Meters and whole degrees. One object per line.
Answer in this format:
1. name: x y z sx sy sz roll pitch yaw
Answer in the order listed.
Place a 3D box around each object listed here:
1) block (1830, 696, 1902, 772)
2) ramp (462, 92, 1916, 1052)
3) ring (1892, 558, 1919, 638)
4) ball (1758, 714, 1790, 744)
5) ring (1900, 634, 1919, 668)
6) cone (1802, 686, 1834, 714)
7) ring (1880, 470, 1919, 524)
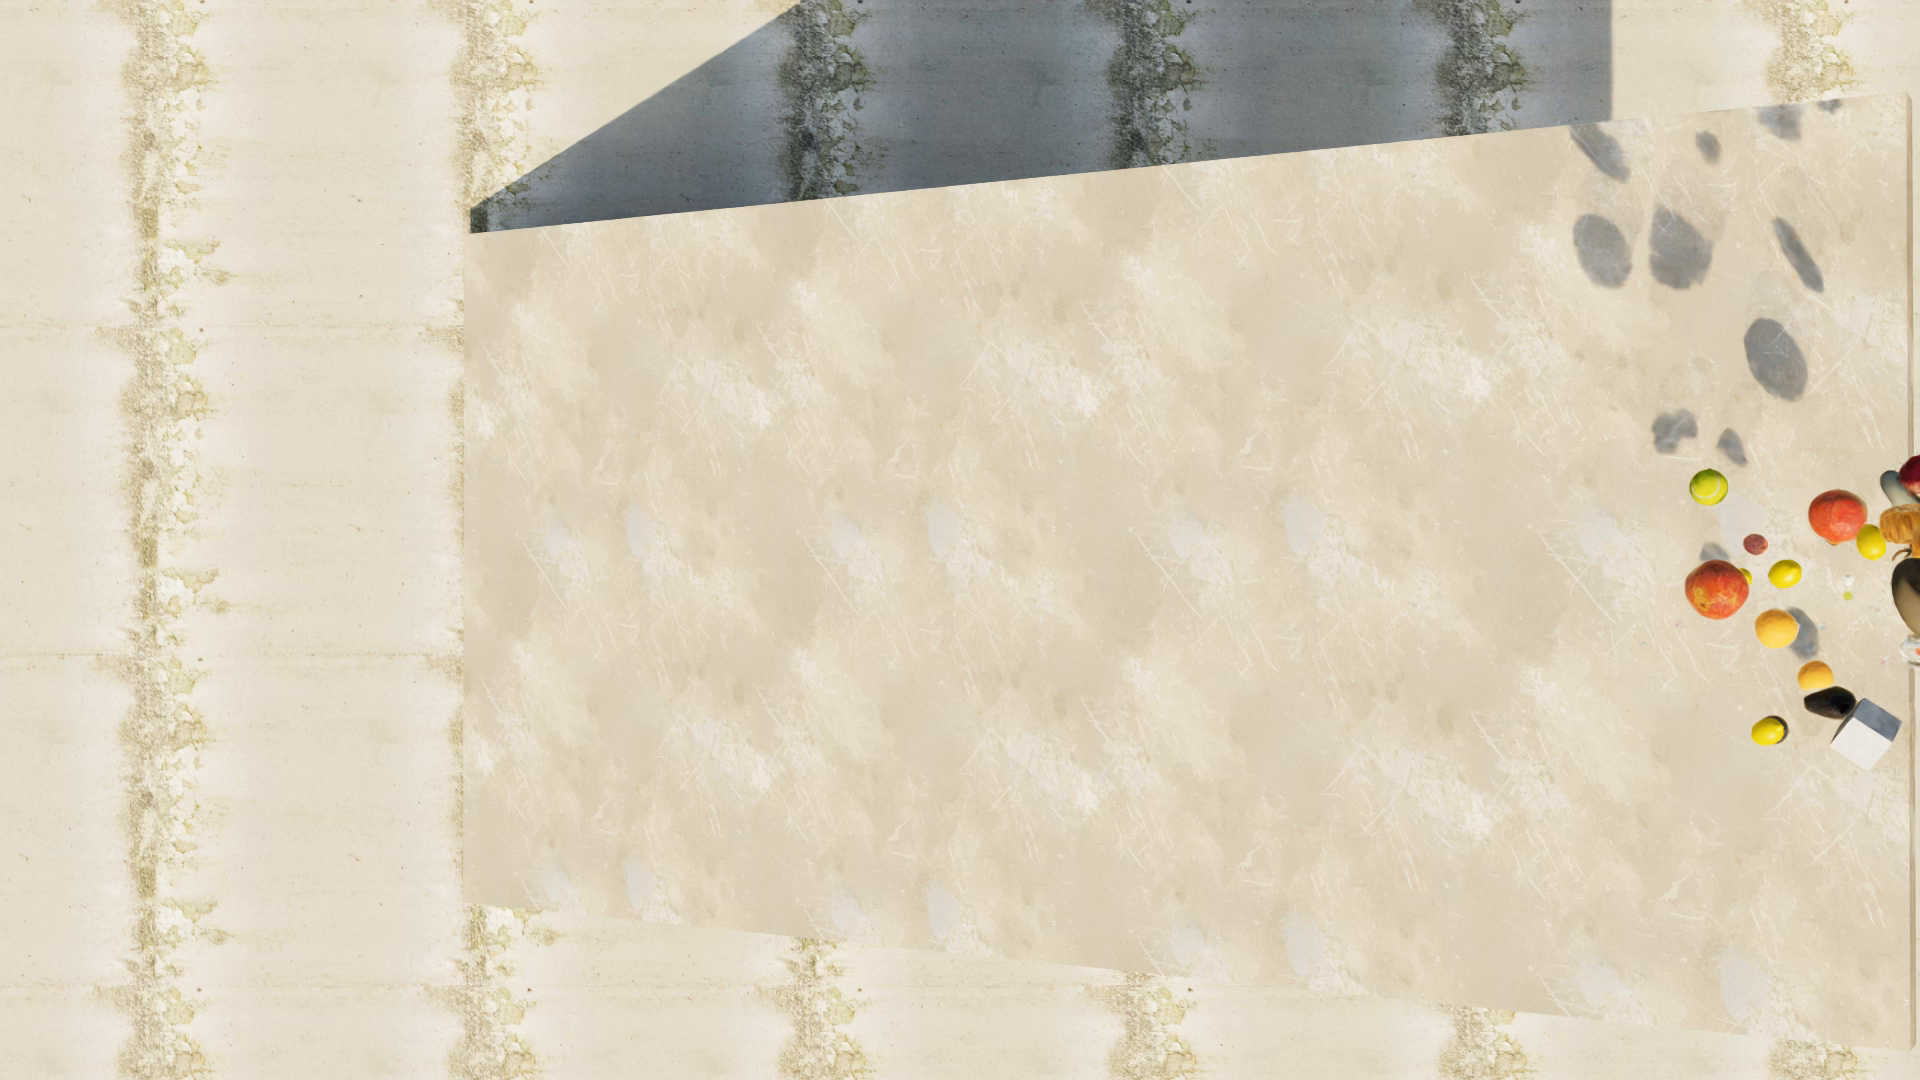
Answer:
1. block: 1.596 0.342 3.876 0.077 0.077 0.077 35 131 15
2. ramp: 0.269 0.074 5.625 4.000 0.100 2.000 0 89 30
3. ring: 1.388 0.088 3.157 0.045 0.135 0.135 -33 89 42
4. ball: 1.648 0.385 4.454 0.060 0.060 0.060 0 89 0
5. ring: 1.495 0.180 3.319 0.147 0.147 0.049 15 98 0
6. cone: 1.665 0.303 4.288 0.055 0.055 0.055 20 89 42
7. ring: 1.799 -0.083 4.194 0.038 0.115 0.115 -38 90 27
